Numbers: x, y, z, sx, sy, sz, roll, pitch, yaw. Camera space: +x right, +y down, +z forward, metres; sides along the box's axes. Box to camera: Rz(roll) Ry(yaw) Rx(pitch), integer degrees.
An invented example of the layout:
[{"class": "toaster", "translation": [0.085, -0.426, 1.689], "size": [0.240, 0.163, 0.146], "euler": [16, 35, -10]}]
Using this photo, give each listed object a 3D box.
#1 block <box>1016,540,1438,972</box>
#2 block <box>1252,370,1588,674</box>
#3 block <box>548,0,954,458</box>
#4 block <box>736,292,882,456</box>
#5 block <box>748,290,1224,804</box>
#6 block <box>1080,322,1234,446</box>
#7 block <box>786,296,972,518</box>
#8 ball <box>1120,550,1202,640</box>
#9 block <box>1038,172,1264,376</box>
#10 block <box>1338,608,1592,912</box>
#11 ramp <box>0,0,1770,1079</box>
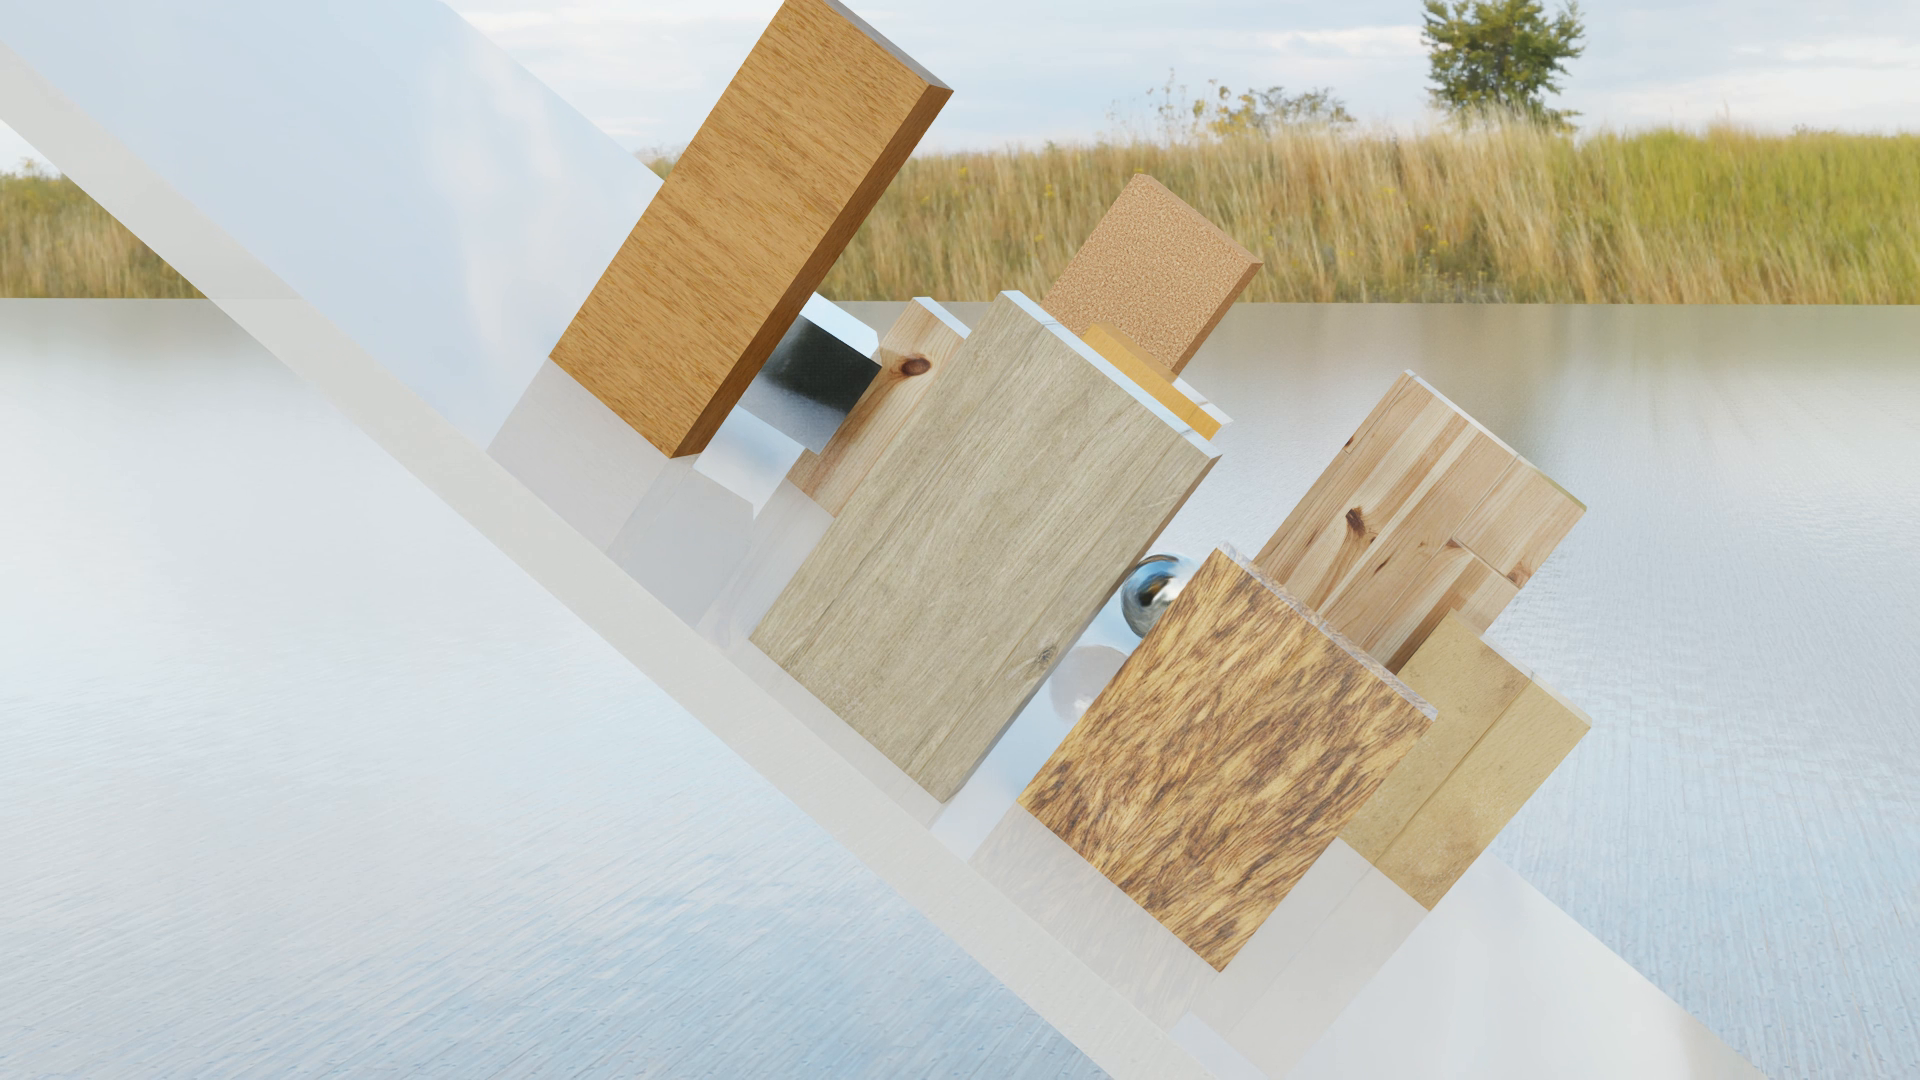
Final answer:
[{"class": "block", "translation": [0.392, 0.323, 3.275], "size": [0.398, 0.500, 0.083], "euler": [39, 16, 9]}, {"class": "block", "translation": [0.820, 0.095, 4.362], "size": [0.436, 0.755, 0.106], "euler": [39, 16, 9]}, {"class": "block", "translation": [-0.349, -0.517, 3.622], "size": [0.275, 0.750, 0.133], "euler": [39, 16, 9]}, {"class": "block", "translation": [-0.276, -0.308, 3.835], "size": [0.194, 0.194, 0.194], "euler": [32, 17, -17]}, {"class": "block", "translation": [0.029, 0.012, 3.138], "size": [0.373, 0.634, 0.095], "euler": [39, 16, 9]}, {"class": "block", "translation": [0.232, -0.116, 4.161], "size": [0.306, 0.511, 0.124], "euler": [39, 16, 9]}, {"class": "block", "translation": [-0.065, -0.175, 3.900], "size": [0.312, 0.401, 0.095], "euler": [39, 16, 9]}, {"class": "ball", "translation": [0.415, 0.117, 4.379], "size": [0.191, 0.191, 0.191], "euler": [0, 7, 0]}, {"class": "block", "translation": [0.290, -0.387, 4.657], "size": [0.305, 0.726, 0.147], "euler": [39, 16, 9]}, {"class": "block", "translation": [0.914, 0.416, 4.178], "size": [0.331, 0.468, 0.091], "euler": [39, 16, 9]}, {"class": "ramp", "translation": [-0.048, 0.106, 4.062], "size": [4.000, 0.100, 2.000], "euler": [39, 16, 9]}]
